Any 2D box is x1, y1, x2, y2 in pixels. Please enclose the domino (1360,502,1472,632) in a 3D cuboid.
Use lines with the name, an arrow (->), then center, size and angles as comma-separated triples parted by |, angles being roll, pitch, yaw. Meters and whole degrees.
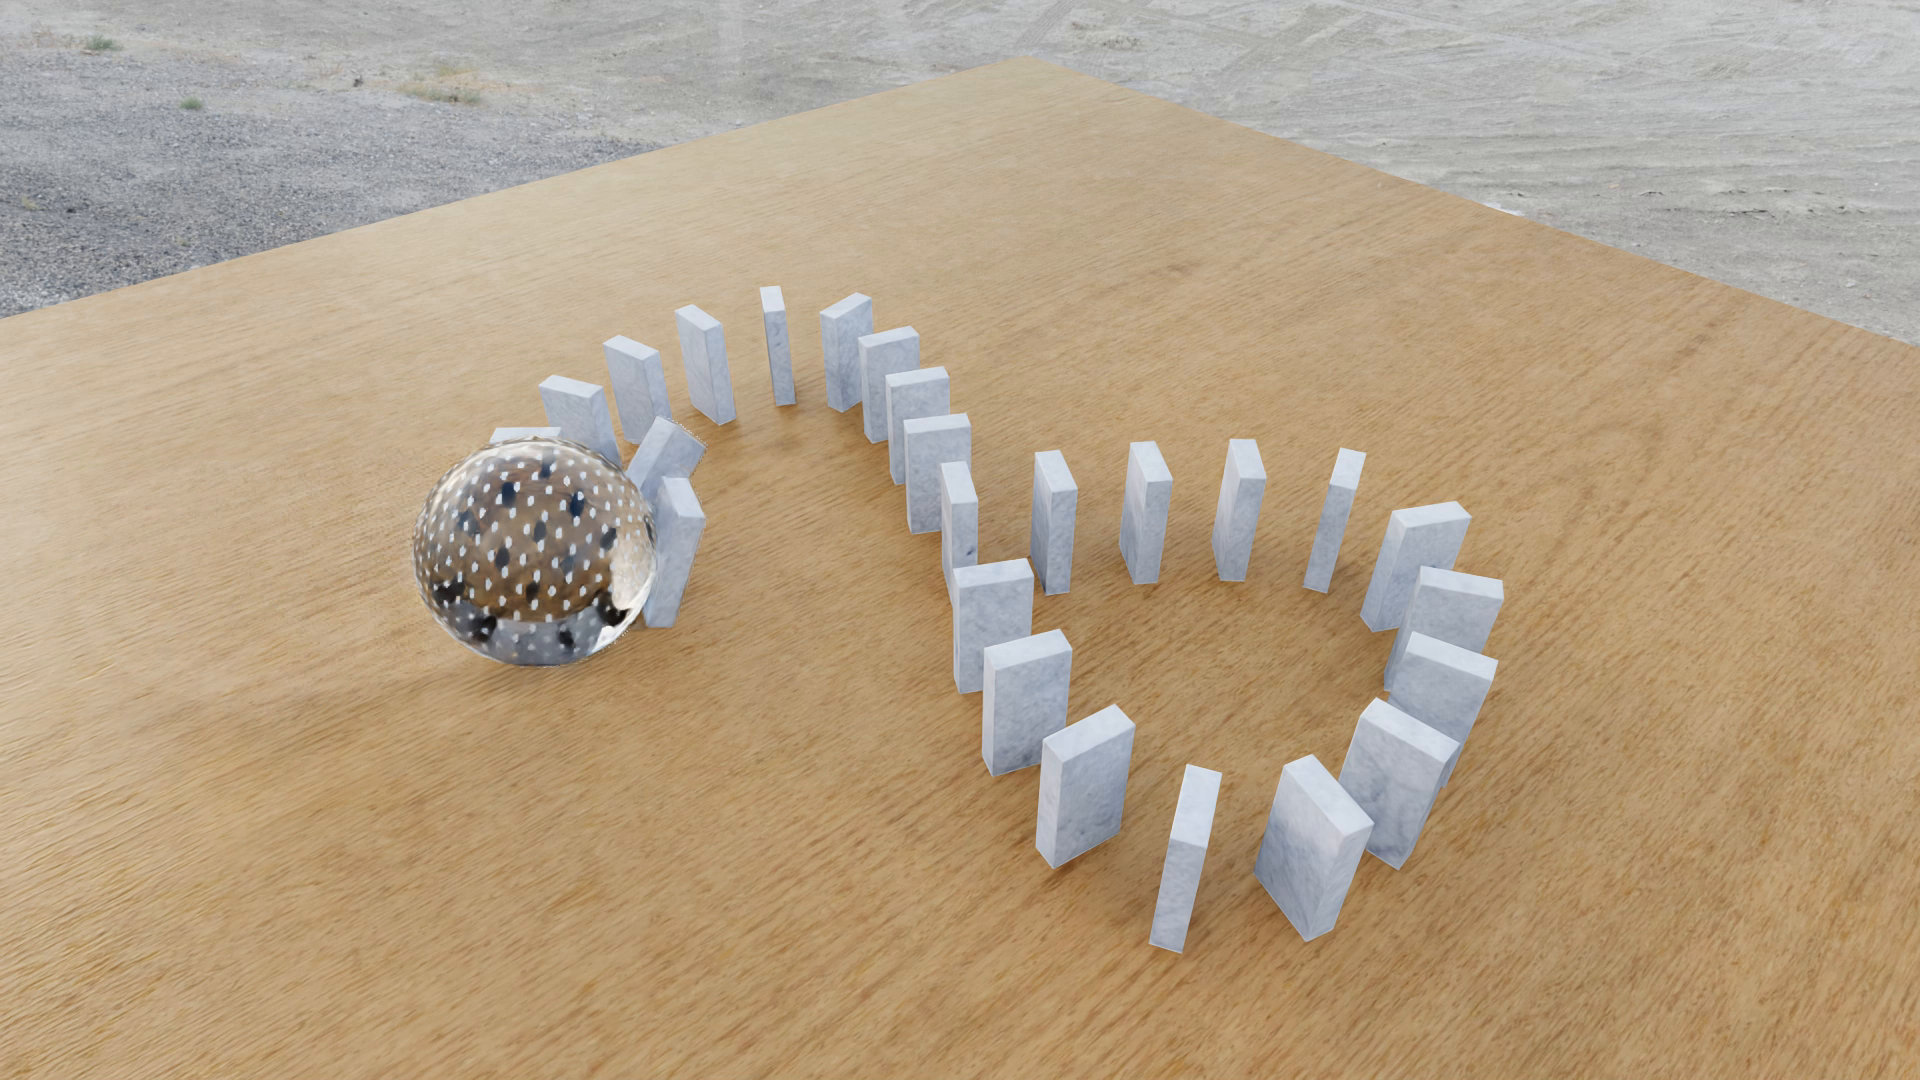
domino -> 0.164, 0.010, 0.399 | 0.025, 0.050, 0.010 | -9, 40, -10

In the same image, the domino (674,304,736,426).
domino -> -0.118, -0.081, 0.510 | 0.009, 0.050, 0.025 | -30, 48, -31

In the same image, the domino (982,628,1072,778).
domino -> 0.021, 0.052, 0.348 | 0.025, 0.050, 0.009 | -13, 41, -15

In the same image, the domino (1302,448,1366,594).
domino -> 0.143, -0.007, 0.420 | 0.010, 0.050, 0.025 | 16, 42, 18

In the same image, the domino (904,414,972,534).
domino -> -0.009, -0.026, 0.443 | 0.025, 0.050, 0.009 | -8, 40, -9

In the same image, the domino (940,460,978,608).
domino -> 0.000, -0.002, 0.414 | 0.009, 0.050, 0.025 | -6, 40, -8

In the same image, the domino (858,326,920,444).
domino -> -0.031, -0.070, 0.497 | 0.025, 0.050, 0.009 | -17, 42, -20

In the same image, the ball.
ball -> -0.146, 0.004, 0.383 | 0.080, 0.080, 0.080 | 0, 39, 0

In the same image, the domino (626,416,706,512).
domino -> -0.123, -0.021, 0.437 | 0.009, 0.025, 0.050 | 25, 82, 20

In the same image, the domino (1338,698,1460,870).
domino -> 0.126, 0.072, 0.323 | 0.025, 0.050, 0.010 | 31, 48, 32

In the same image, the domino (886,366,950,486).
domino -> -0.018, -0.048, 0.471 | 0.025, 0.050, 0.010 | -11, 41, -13

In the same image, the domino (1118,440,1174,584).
domino -> 0.071, -0.010, 0.424 | 0.010, 0.050, 0.025 | -5, 40, -6

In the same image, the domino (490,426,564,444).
domino -> -0.167, -0.021, 0.437 | 0.025, 0.050, 0.010 | -1, 39, -1

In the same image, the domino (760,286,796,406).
domino -> -0.087, -0.092, 0.524 | 0.009, 0.050, 0.025 | -8, 40, -10

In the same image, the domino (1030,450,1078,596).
domino -> 0.035, -0.006, 0.419 | 0.010, 0.050, 0.025 | -7, 40, -9

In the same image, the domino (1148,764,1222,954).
domino -> 0.062, 0.088, 0.303 | 0.010, 0.050, 0.025 | 12, 41, 15

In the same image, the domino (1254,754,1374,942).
domino -> 0.097, 0.086, 0.306 | 0.010, 0.050, 0.025 | -16, 42, -19

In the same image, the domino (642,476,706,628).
domino -> -0.108, 0.005, 0.406 | 0.010, 0.050, 0.025 | 4, 33, -33

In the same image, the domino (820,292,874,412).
domino -> -0.052, -0.088, 0.519 | 0.009, 0.050, 0.025 | 26, 46, 28

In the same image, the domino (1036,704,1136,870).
domino -> 0.036, 0.073, 0.322 | 0.025, 0.050, 0.010 | -21, 44, -24

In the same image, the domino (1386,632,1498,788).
domino -> 0.148, 0.054, 0.346 | 0.025, 0.050, 0.009 | 20, 43, 23

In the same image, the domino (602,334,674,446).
domino -> -0.142, -0.064, 0.489 | 0.025, 0.050, 0.010 | 24, 45, 26

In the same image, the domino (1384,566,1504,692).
domino -> 0.162, 0.033, 0.371 | 0.025, 0.050, 0.010 | 11, 41, 13

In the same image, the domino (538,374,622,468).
domino -> -0.159, -0.044, 0.465 | 0.025, 0.050, 0.010 | 14, 41, 17

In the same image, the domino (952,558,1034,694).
domino -> 0.011, 0.030, 0.375 | 0.025, 0.050, 0.010 | -8, 40, -10

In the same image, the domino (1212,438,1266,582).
domino -> 0.107, -0.011, 0.425 | 0.010, 0.050, 0.025 | 1, 39, 2
